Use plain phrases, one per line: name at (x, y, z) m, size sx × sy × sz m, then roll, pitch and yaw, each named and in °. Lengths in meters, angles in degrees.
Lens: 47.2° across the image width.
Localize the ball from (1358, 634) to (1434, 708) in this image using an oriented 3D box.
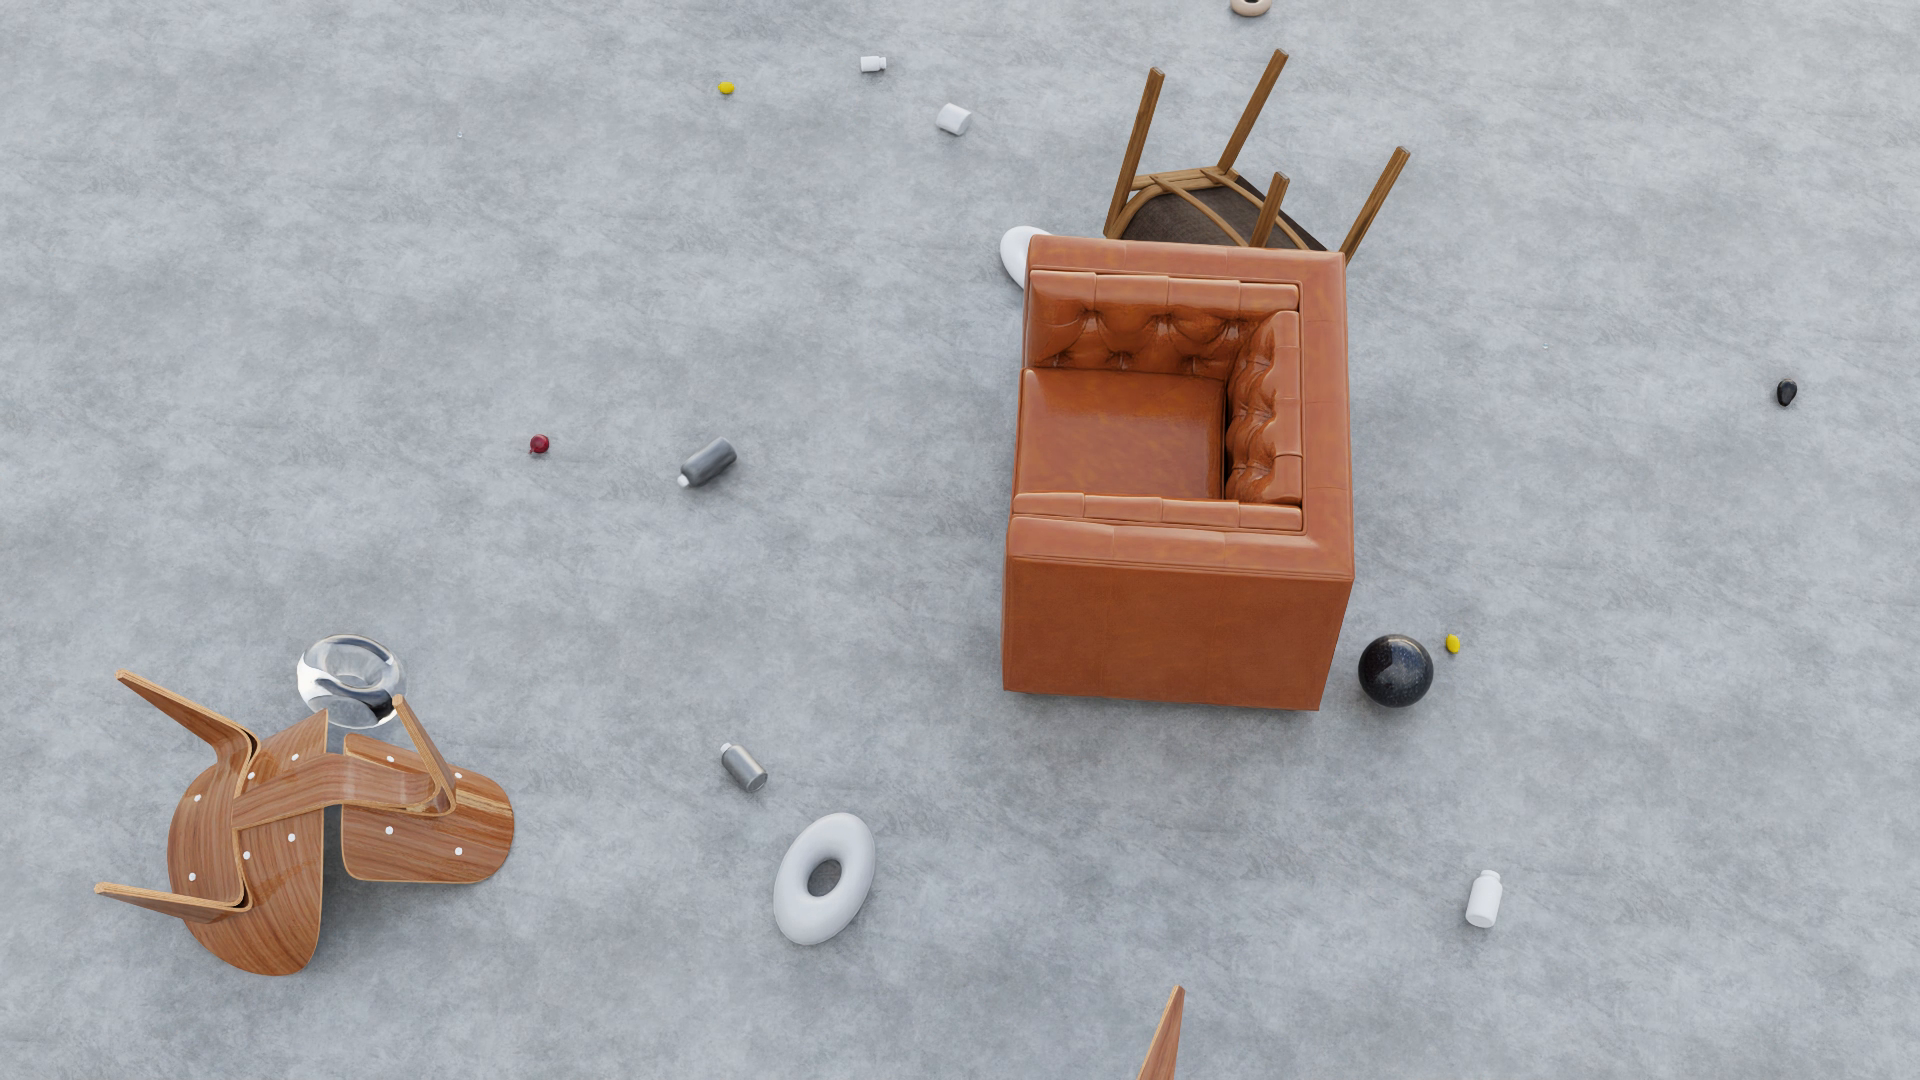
ball at (1.228, 0.369, 6.199) m, size 0.212 × 0.212 × 0.212 m, roll 0°, pitch 56°, yaw 0°

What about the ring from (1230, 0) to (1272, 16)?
ring at (1.036, -1.917, 7.831) m, size 0.149 × 0.049 × 0.125 m, roll -8°, pitch 57°, yaw -7°

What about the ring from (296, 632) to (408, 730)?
ring at (-1.712, 0.396, 6.197) m, size 0.314 × 0.145 × 0.280 m, roll 29°, pitch 41°, yaw 2°

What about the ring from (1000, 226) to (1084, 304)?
ring at (0.265, -0.894, 7.131) m, size 0.218 × 0.072 × 0.358 m, roll -29°, pitch 60°, yaw -19°

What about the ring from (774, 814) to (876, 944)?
ring at (-0.362, 0.904, 5.882) m, size 0.244 × 0.144 × 0.386 m, roll 20°, pitch 59°, yaw 11°

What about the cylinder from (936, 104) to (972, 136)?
cylinder at (-0.020, -1.436, 7.502) m, size 0.088 × 0.059 × 0.101 m, roll 27°, pitch 64°, yaw 17°
